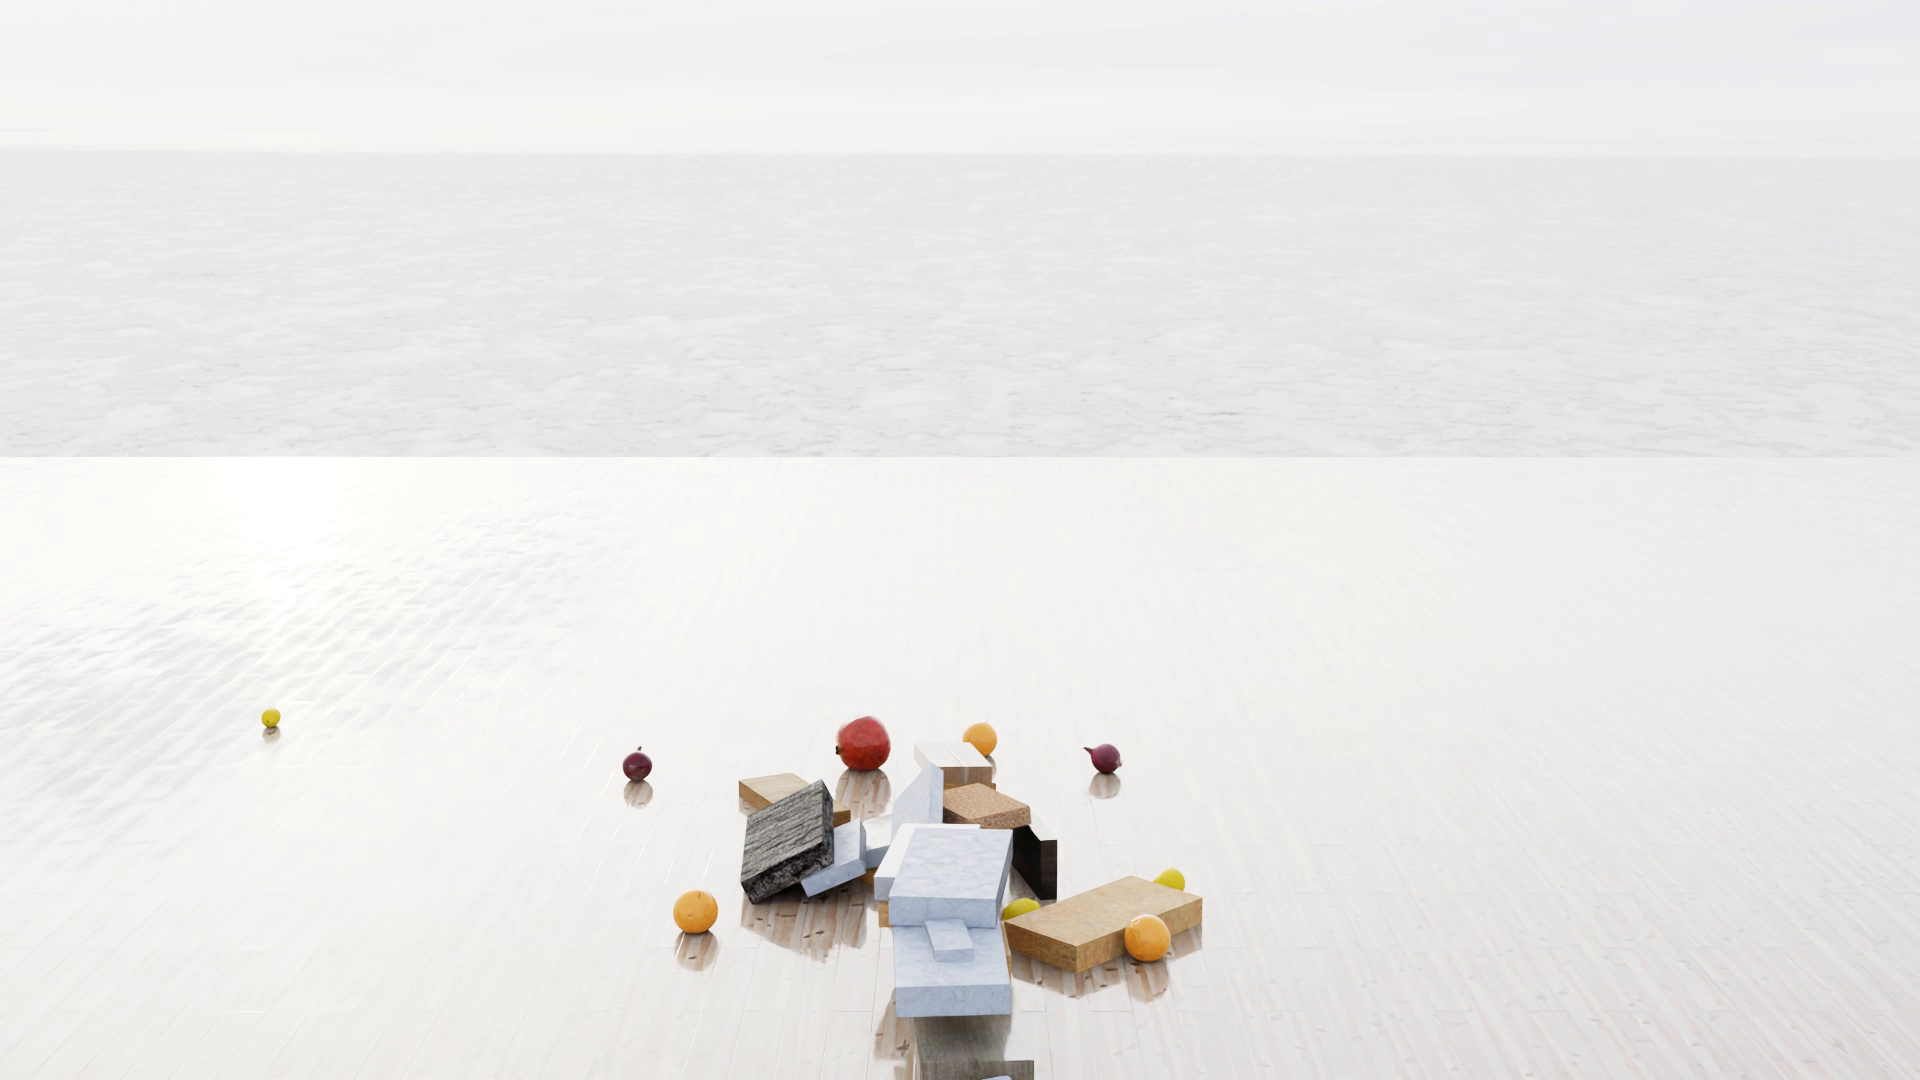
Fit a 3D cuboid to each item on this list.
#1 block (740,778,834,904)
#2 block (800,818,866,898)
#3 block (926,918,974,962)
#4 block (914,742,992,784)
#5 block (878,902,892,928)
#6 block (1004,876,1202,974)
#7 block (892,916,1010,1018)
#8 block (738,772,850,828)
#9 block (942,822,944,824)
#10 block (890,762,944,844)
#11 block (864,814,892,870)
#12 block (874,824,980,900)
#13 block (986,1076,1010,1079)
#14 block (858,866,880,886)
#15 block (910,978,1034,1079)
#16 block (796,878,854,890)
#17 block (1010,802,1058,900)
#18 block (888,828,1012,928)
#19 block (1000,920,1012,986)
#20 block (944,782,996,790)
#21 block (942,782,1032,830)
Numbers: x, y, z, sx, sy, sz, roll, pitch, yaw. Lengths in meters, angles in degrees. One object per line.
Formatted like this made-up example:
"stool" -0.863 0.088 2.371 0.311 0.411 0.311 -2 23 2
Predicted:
"block" -0.295 0.514 3.784 0.152 0.043 0.358 -27 11 2
"block" -0.211 0.533 3.706 0.103 0.029 0.207 -23 11 3
"block" -0.015 0.553 3.043 0.054 0.015 0.108 -2 12 -8
"block" -0.015 0.426 4.216 0.112 0.032 0.223 1 6 -11
"block" -0.034 0.573 3.402 0.128 0.036 0.256 -2 -7 11
"block" 0.229 0.604 3.476 0.152 0.043 0.303 10 15 44
"block" -0.016 0.579 3.061 0.152 0.043 0.303 -1 12 -2
"block" -0.312 0.491 4.114 0.112 0.032 0.269 -5 12 -27
"block" 0.011 0.498 3.915 0.090 0.025 0.179 -2 -6 -1
"block" -0.073 0.476 3.731 0.029 0.103 0.248 38 17 -13
"block" -0.139 0.525 3.842 0.112 0.032 0.223 -16 6 15
"block" -0.048 0.501 3.436 0.128 0.036 0.256 0 11 8
"block" 0.057 0.722 2.833 0.054 0.015 0.108 -4 11 -22
"block" -0.117 0.566 3.754 0.054 0.015 0.108 9 14 41
"block" 0.011 0.682 3.055 0.152 0.043 0.303 -1 11 -4
"block" -0.242 0.570 3.732 0.108 0.015 0.054 4 12 21
"block" 0.124 0.526 3.729 0.029 0.103 0.207 -2 11 -13
"block" -0.010 0.496 3.250 0.152 0.043 0.303 1 11 6
"block" -0.006 0.613 3.265 0.152 0.043 0.303 -1 -1 -1
"block" -0.010 0.463 4.074 0.090 0.025 0.179 -3 -7 25
"block" 0.027 0.462 3.772 0.110 0.031 0.220 -10 8 -21
